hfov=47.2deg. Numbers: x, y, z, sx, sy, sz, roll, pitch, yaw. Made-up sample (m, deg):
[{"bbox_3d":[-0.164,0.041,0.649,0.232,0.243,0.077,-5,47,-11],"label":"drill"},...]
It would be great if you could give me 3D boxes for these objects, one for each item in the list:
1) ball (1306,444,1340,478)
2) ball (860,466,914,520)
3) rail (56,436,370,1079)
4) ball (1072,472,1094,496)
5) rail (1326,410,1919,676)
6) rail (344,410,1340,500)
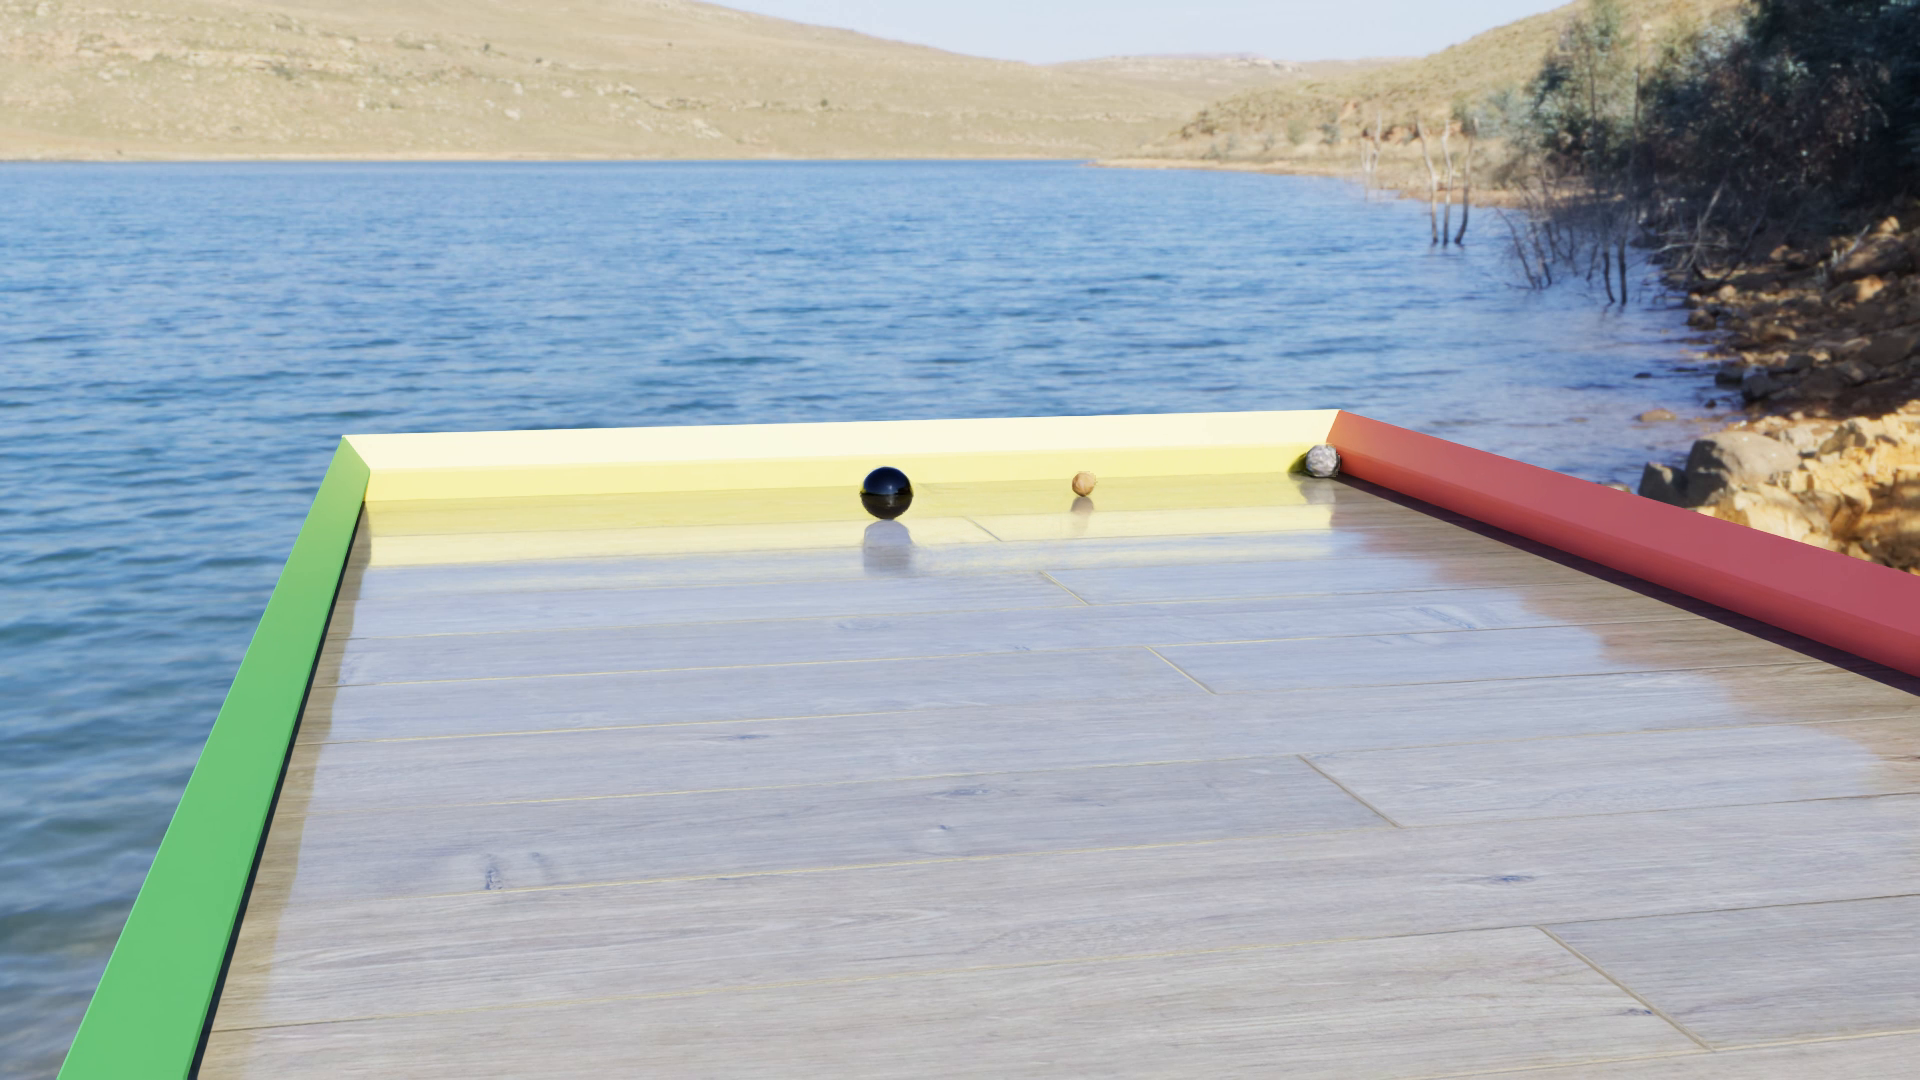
[{"bbox_3d":[0.666,-0.146,4.040,0.062,0.062,0.062,0,10,0],"label":"ball"},{"bbox_3d":[-0.119,-0.077,3.570,0.087,0.087,0.087,0,10,0],"label":"ball"},{"bbox_3d":[-0.690,0.138,2.250,0.045,0.113,3.131,-2,10,-12],"label":"rail"},{"bbox_3d":[0.214,-0.097,3.821,0.041,0.041,0.041,0,10,0],"label":"ball"},{"bbox_3d":[1.028,0.073,2.625,0.045,0.113,3.131,-2,10,-12],"label":"rail"},{"bbox_3d":[-0.164,-0.151,3.921,1.806,0.113,0.045,-2,10,-12],"label":"rail"}]
